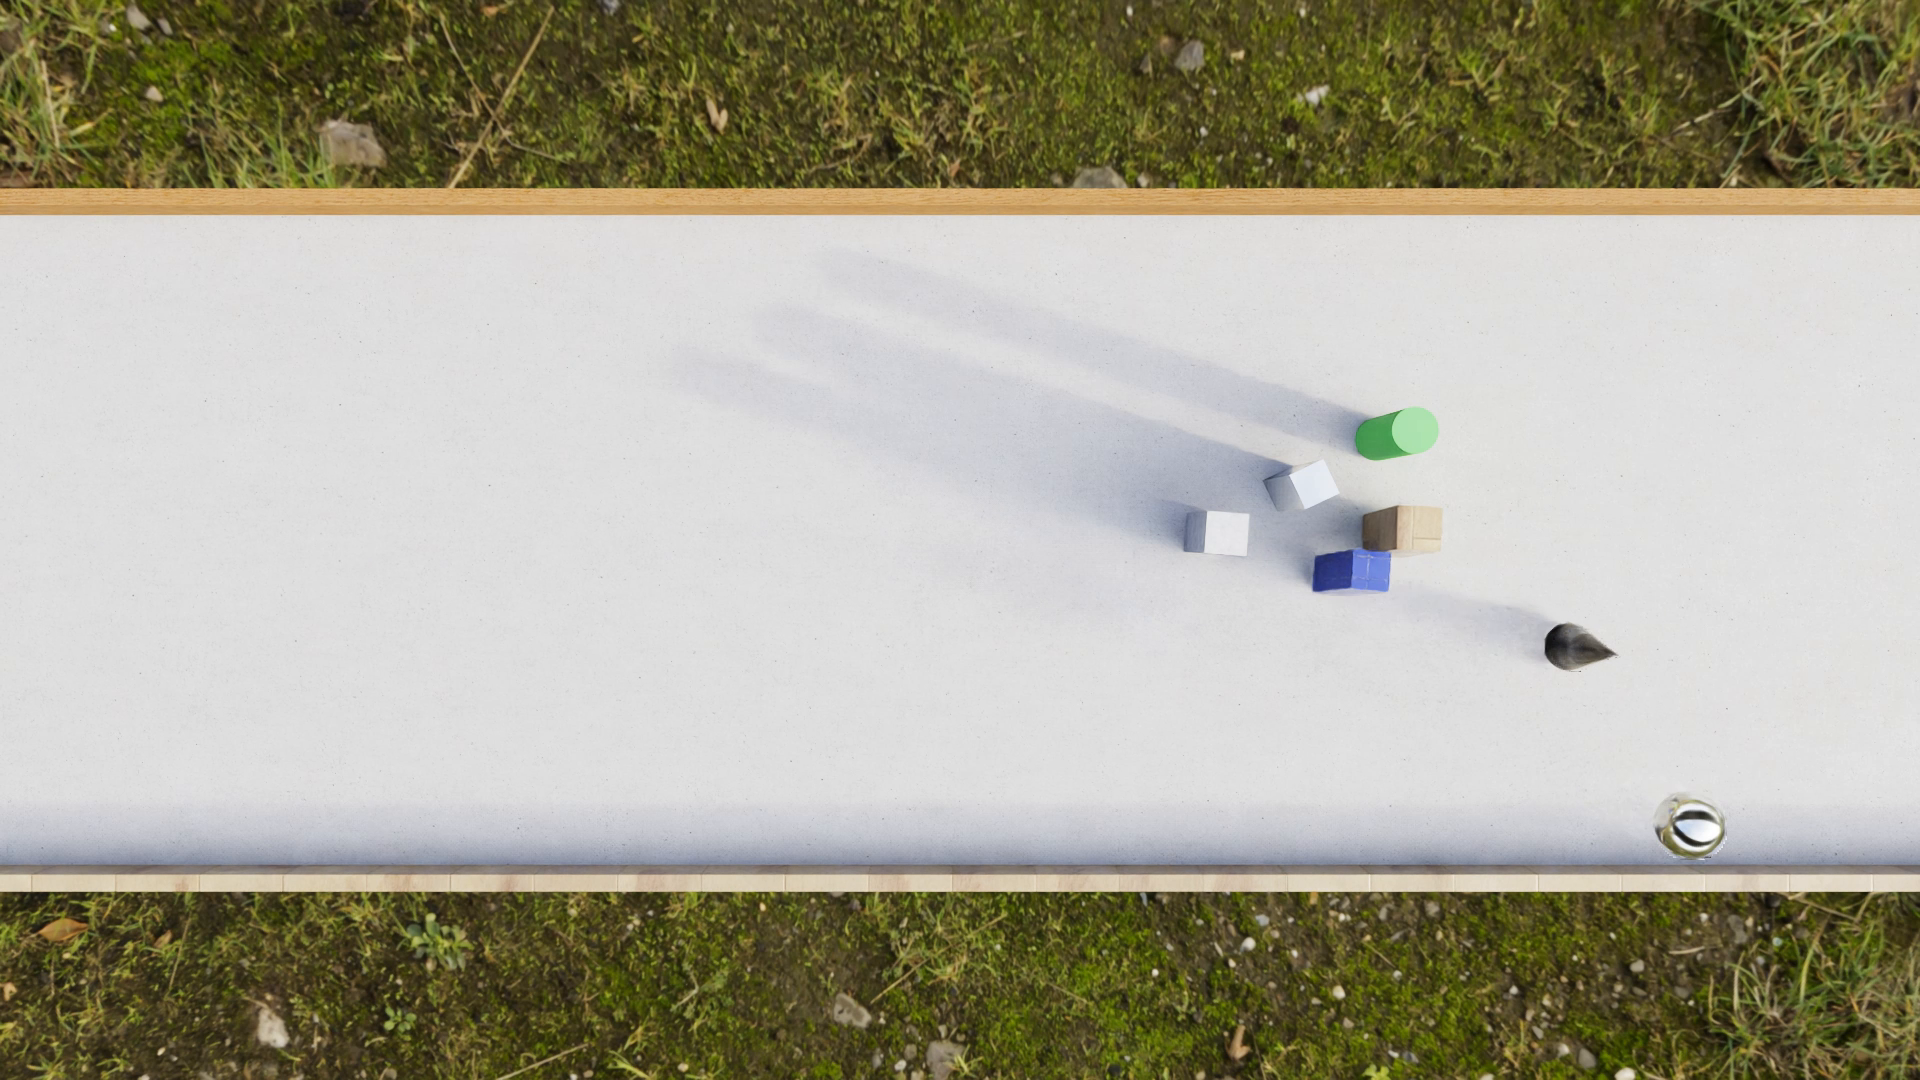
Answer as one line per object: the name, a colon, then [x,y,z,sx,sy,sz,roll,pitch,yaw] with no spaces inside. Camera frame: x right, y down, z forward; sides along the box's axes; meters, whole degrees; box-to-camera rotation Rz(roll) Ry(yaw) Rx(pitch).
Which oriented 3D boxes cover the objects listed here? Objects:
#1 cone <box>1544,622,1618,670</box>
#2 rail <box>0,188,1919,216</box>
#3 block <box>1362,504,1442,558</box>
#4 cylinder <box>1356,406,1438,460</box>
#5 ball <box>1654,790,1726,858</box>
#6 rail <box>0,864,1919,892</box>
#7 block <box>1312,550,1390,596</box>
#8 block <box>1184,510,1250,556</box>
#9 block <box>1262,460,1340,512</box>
cone: [1.873,0.328,4.882,0.149,0.389,0.149,0,90,0]
rail: [-2.247,-1.025,5.002,12.000,0.150,0.050,0,90,0]
block: [1.299,-0.022,4.864,0.126,0.418,0.126,3,87,1]
cylinder: [1.282,-0.309,4.860,0.132,0.434,0.132,0,90,0]
ball: [2.055,0.802,4.647,0.187,0.187,0.187,0,90,0]
rail: [-2.247,1.025,5.001,12.000,0.150,0.050,0,90,0]
block: [1.160,0.098,4.903,0.112,0.329,0.112,5,85,-7]
block: [0.753,-0.018,4.866,0.119,0.421,0.119,4,90,0]
block: [1.002,-0.158,4.869,0.107,0.414,0.107,-25,90,0]
